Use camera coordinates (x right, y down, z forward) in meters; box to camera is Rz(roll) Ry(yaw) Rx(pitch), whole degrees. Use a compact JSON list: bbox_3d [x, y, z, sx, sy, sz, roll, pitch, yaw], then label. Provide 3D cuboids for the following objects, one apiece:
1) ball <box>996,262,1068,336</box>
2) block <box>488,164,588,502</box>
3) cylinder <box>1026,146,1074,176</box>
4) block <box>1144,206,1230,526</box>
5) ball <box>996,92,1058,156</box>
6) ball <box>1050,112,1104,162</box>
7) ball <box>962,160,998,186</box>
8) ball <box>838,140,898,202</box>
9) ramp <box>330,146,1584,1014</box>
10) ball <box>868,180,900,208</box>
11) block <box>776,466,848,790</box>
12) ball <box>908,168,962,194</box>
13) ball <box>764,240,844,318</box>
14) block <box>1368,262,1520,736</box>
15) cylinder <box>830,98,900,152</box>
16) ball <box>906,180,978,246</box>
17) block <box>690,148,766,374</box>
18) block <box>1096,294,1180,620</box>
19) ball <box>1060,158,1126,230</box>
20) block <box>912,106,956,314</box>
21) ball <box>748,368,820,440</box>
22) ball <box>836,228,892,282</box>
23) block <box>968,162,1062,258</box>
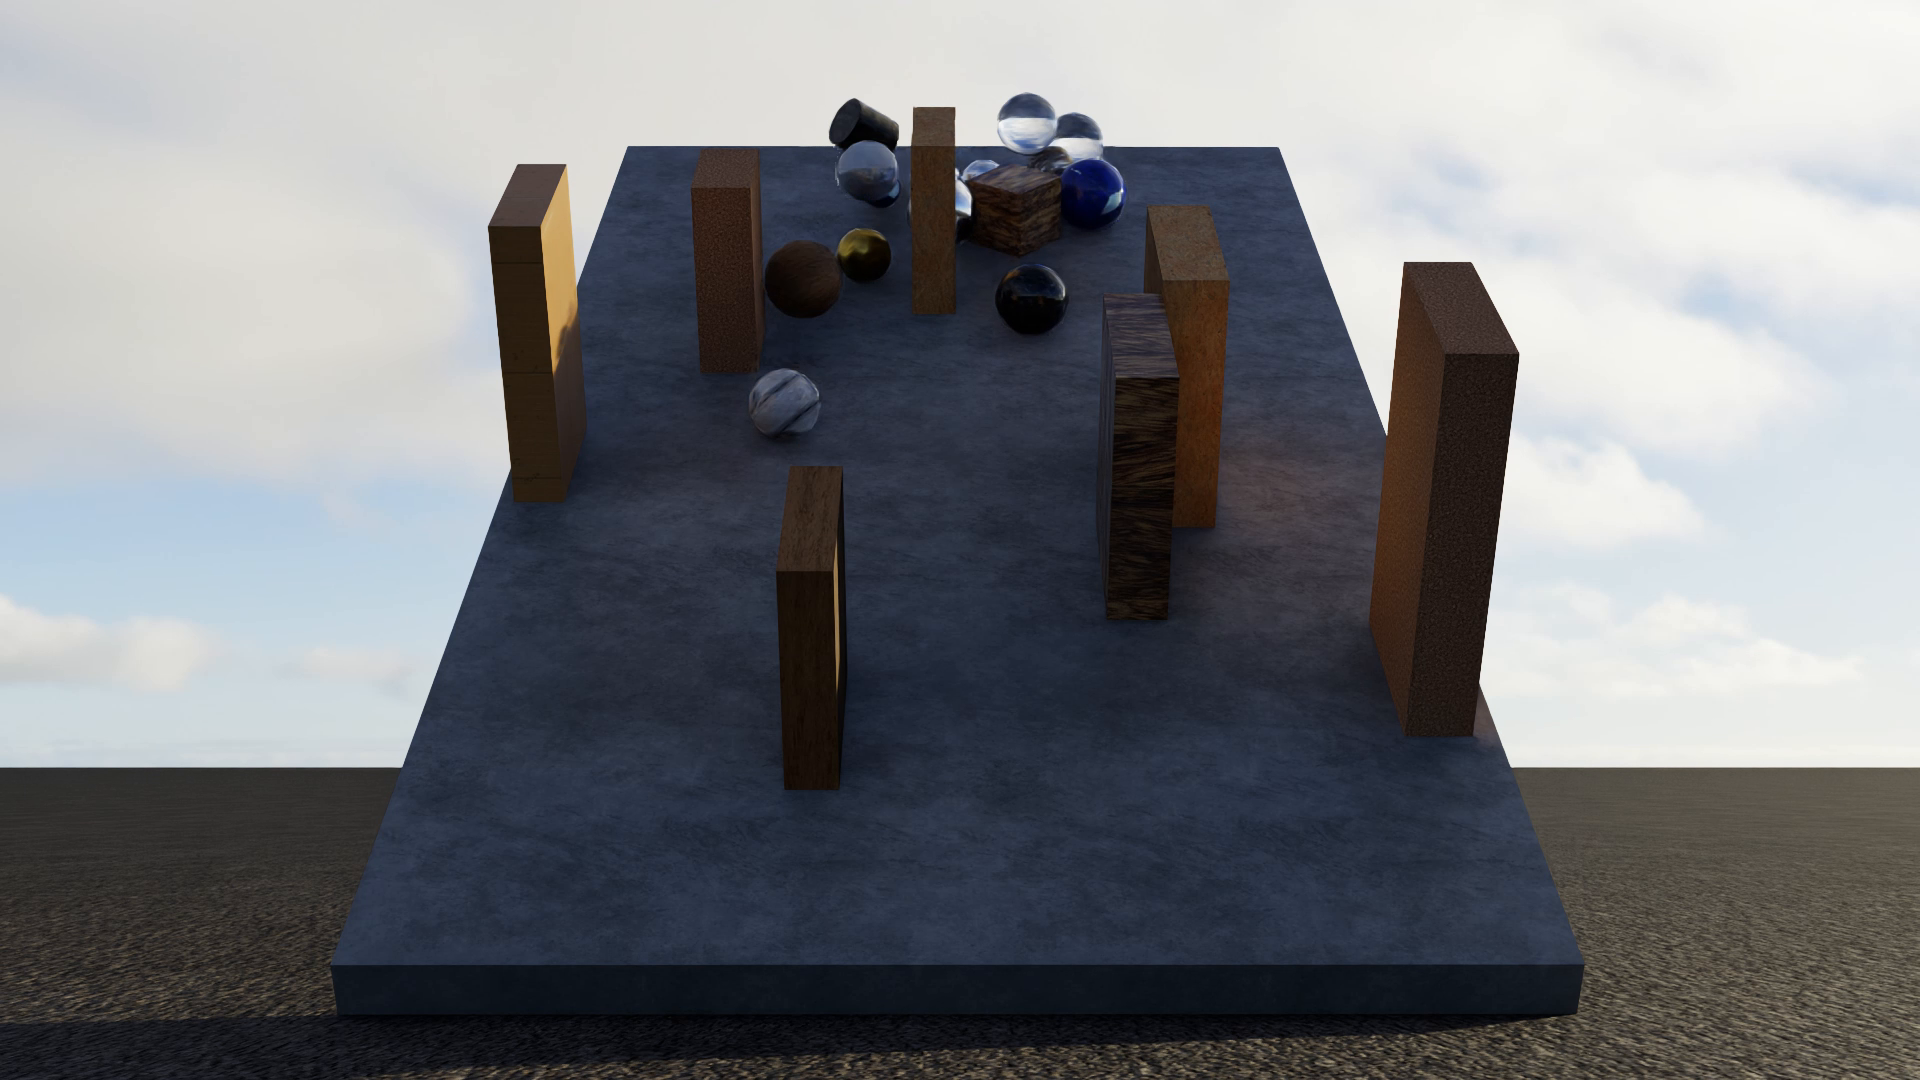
[{"bbox_3d":[0.181,-0.605,6.012,0.184,0.184,0.184,0,-5,0],"label":"ball"},{"bbox_3d":[-0.921,-0.456,5.243,0.109,0.639,0.386,0,28,0],"label":"block"},{"bbox_3d":[0.277,-1.038,6.851,0.137,0.137,0.137,2,34,-22],"label":"cylinder"},{"bbox_3d":[0.479,-0.382,5.189,0.136,0.567,0.441,0,28,0],"label":"block"},{"bbox_3d":[0.191,-1.184,6.797,0.177,0.177,0.177,0,-5,0],"label":"ball"},{"bbox_3d":[0.338,-1.179,7.092,0.178,0.178,0.178,0,-5,0],"label":"ball"},{"bbox_3d":[0.068,-1.026,6.853,0.131,0.131,0.131,0,-5,0],"label":"ball"},{"bbox_3d":[-0.258,-1.032,6.684,0.172,0.172,0.172,0,-5,0],"label":"ball"},{"bbox_3d":[-0.012,-0.222,5.594,2.000,0.100,4.000,0,28,0],"label":"ramp"},{"bbox_3d":[-0.225,-1.005,6.832,0.113,0.113,0.113,0,-5,0],"label":"ball"},{"bbox_3d":[-0.264,0.154,4.314,0.097,0.443,0.400,0,28,0],"label":"block"},{"bbox_3d":[-0.069,-0.994,6.661,0.147,0.147,0.147,0,-5,0],"label":"ball"},{"bbox_3d":[-0.396,-0.661,6.058,0.200,0.200,0.200,0,-5,0],"label":"ball"},{"bbox_3d":[0.882,-0.076,4.406,0.126,0.768,0.423,0,28,0],"label":"block"},{"bbox_3d":[-0.272,-1.159,6.796,0.144,0.144,0.144,25,-19,-33],"label":"cylinder"},{"bbox_3d":[-0.047,-0.885,6.467,0.195,0.195,0.195,0,-5,0],"label":"ball"},{"bbox_3d":[-0.564,-0.684,5.844,0.141,0.476,0.280,0,28,0],"label":"block"},{"bbox_3d":[0.354,-0.173,4.836,0.121,0.531,0.419,0,28,0],"label":"block"},{"bbox_3d":[0.365,-0.966,6.670,0.199,0.199,0.199,0,-5,0],"label":"ball"},{"bbox_3d":[-0.067,-0.856,6.195,0.111,0.452,0.314,0,28,0],"label":"block"},{"bbox_3d":[-0.403,-0.311,5.479,0.164,0.164,0.164,0,-5,0],"label":"ball"},{"bbox_3d":[-0.255,-0.754,6.328,0.146,0.146,0.146,0,-5,0],"label":"ball"},{"bbox_3d":[0.150,-0.911,6.584,0.182,0.182,0.182,21,35,34],"label":"block"}]
